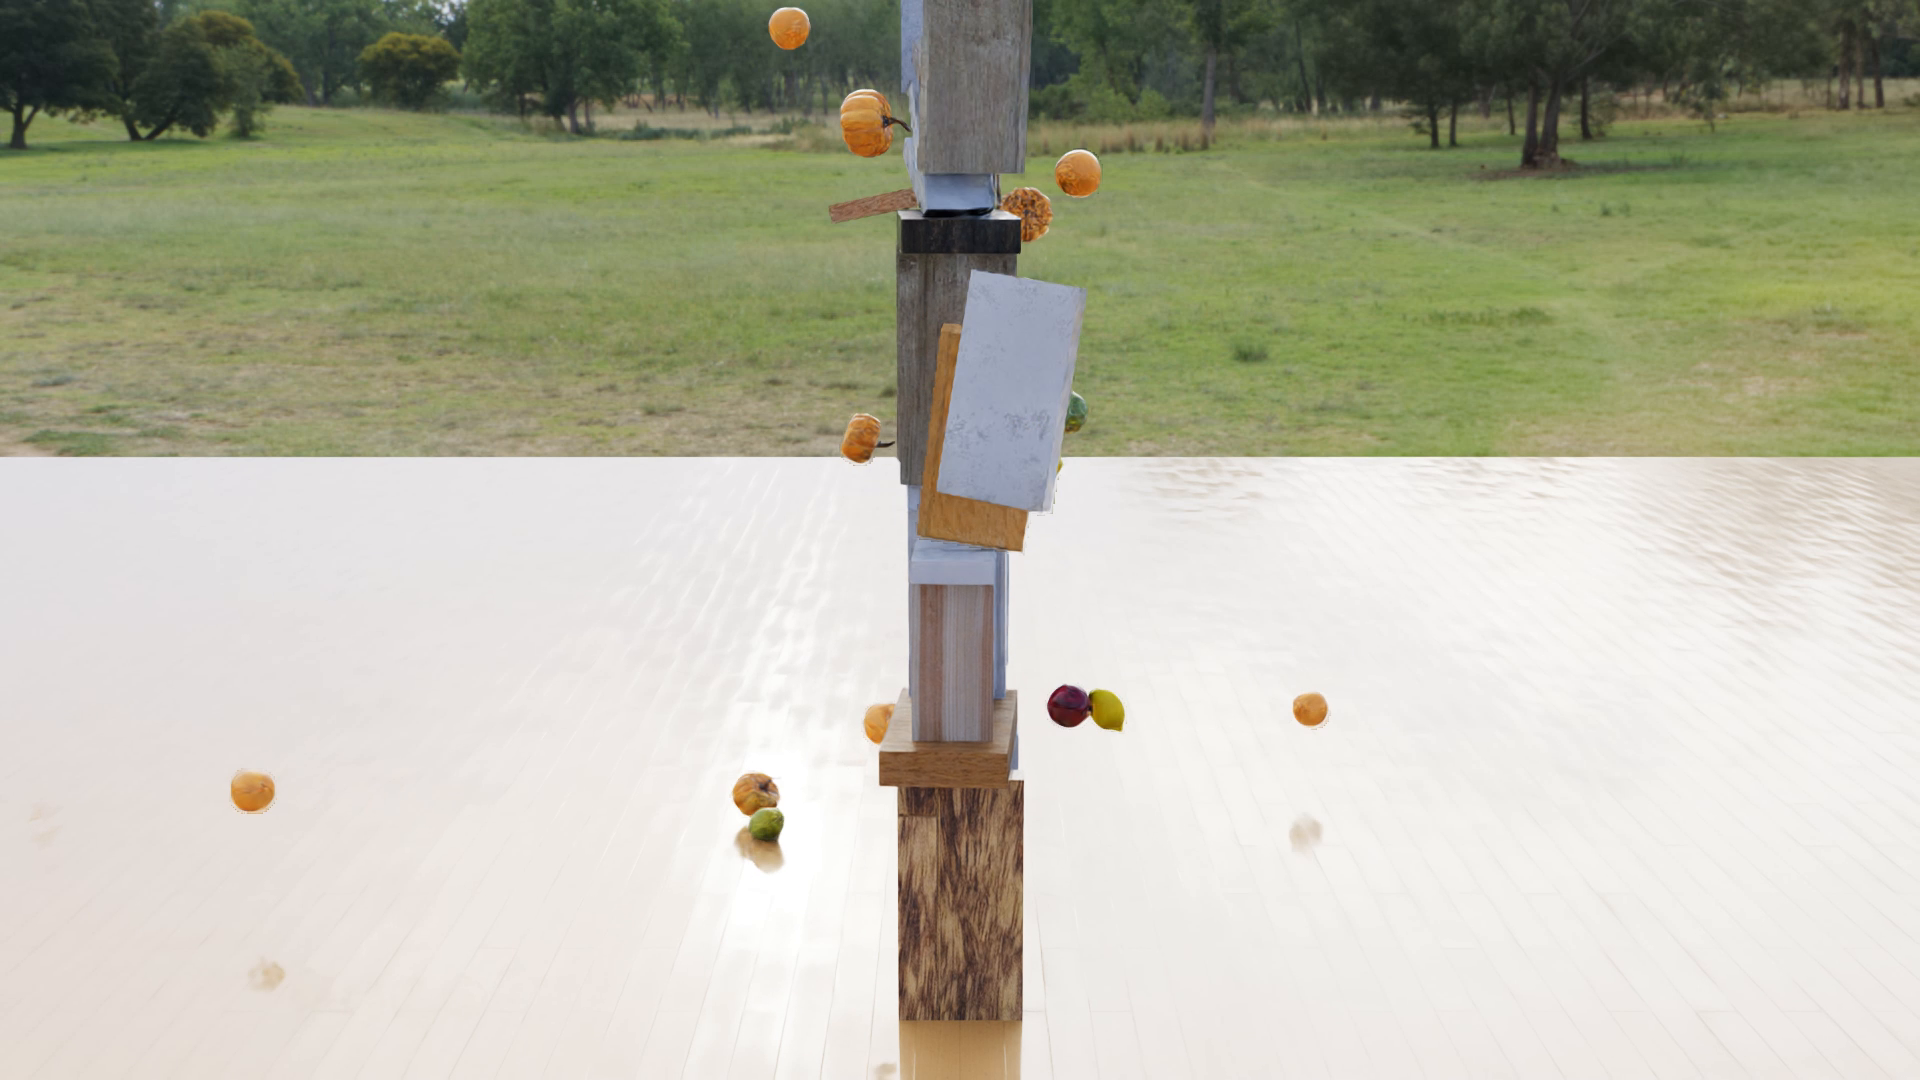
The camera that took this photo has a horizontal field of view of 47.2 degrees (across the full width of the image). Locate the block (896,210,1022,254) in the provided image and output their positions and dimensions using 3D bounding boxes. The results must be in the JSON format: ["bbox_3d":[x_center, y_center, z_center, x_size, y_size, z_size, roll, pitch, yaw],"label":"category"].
[{"bbox_3d":[-0.006,-0.462,3.283,0.169,0.048,0.338,0,11,-3],"label":"block"}]

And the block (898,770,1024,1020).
[{"bbox_3d":[0.001,0.507,3.139,0.178,0.356,0.050,0,10,0],"label":"block"}]

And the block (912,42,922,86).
[{"bbox_3d":[-0.016,-0.706,3.269,0.100,0.028,0.200,2,22,-5],"label":"block"}]

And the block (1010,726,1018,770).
[{"bbox_3d":[0.000,0.464,3.371,0.178,0.356,0.050,0,11,1],"label":"block"}]

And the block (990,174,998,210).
[{"bbox_3d":[-0.001,-0.556,3.598,0.119,0.238,0.034,1,-3,5],"label":"block"}]

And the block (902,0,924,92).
[{"bbox_3d":[-0.014,-0.856,3.435,0.154,0.308,0.044,1,19,0],"label":"block"}]

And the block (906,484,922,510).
[{"bbox_3d":[-0.010,-0.091,3.387,0.147,0.042,0.293,0,11,-2],"label":"block"}]

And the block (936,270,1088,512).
[{"bbox_3d":[0.068,-0.199,2.927,0.150,0.300,0.042,12,9,17],"label":"block"}]

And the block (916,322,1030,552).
[{"bbox_3d":[0.033,-0.140,3.037,0.150,0.301,0.042,9,22,4],"label":"block"}]

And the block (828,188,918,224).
[{"bbox_3d":[-0.102,-0.535,3.476,0.201,0.028,0.100,-3,11,44],"label":"block"}]

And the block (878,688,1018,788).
[{"bbox_3d":[-0.012,0.286,3.216,0.178,0.050,0.356,1,11,4],"label":"block"}]

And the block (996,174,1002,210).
[{"bbox_3d":[0.007,-0.646,3.693,0.119,0.034,0.238,2,-34,4],"label":"block"}]

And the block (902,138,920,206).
[{"bbox_3d":[-0.024,-0.553,3.334,0.100,0.028,0.200,5,31,-13],"label":"block"}]

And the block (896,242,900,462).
[{"bbox_3d":[-0.014,-0.293,3.430,0.169,0.338,0.048,0,11,-3],"label":"block"}]

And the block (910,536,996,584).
[{"bbox_3d":[-0.007,0.025,3.135,0.115,0.033,0.229,0,10,2],"label":"block"}]

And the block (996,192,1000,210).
[{"bbox_3d":[0.030,-0.419,3.855,0.119,0.422,0.034,-6,40,4],"label":"block"}]

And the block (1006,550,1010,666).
[{"bbox_3d":[0.000,0.048,3.822,0.169,0.338,0.048,0,12,0],"label":"block"}]

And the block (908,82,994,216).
[{"bbox_3d":[-0.014,-0.571,3.211,0.100,0.200,0.028,-3,-14,-16],"label":"block"}]

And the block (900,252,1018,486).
[{"bbox_3d":[-0.003,-0.251,3.209,0.169,0.338,0.048,0,11,-2],"label":"block"}]

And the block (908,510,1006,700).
[{"bbox_3d":[-0.004,0.092,3.319,0.147,0.293,0.042,0,10,2],"label":"block"}]

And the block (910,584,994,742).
[{"bbox_3d":[-0.011,0.167,3.087,0.115,0.230,0.033,0,12,1],"label":"block"}]

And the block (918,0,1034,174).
[{"bbox_3d":[0.022,-0.675,3.133,0.150,0.300,0.042,-2,16,-15],"label":"block"}]
